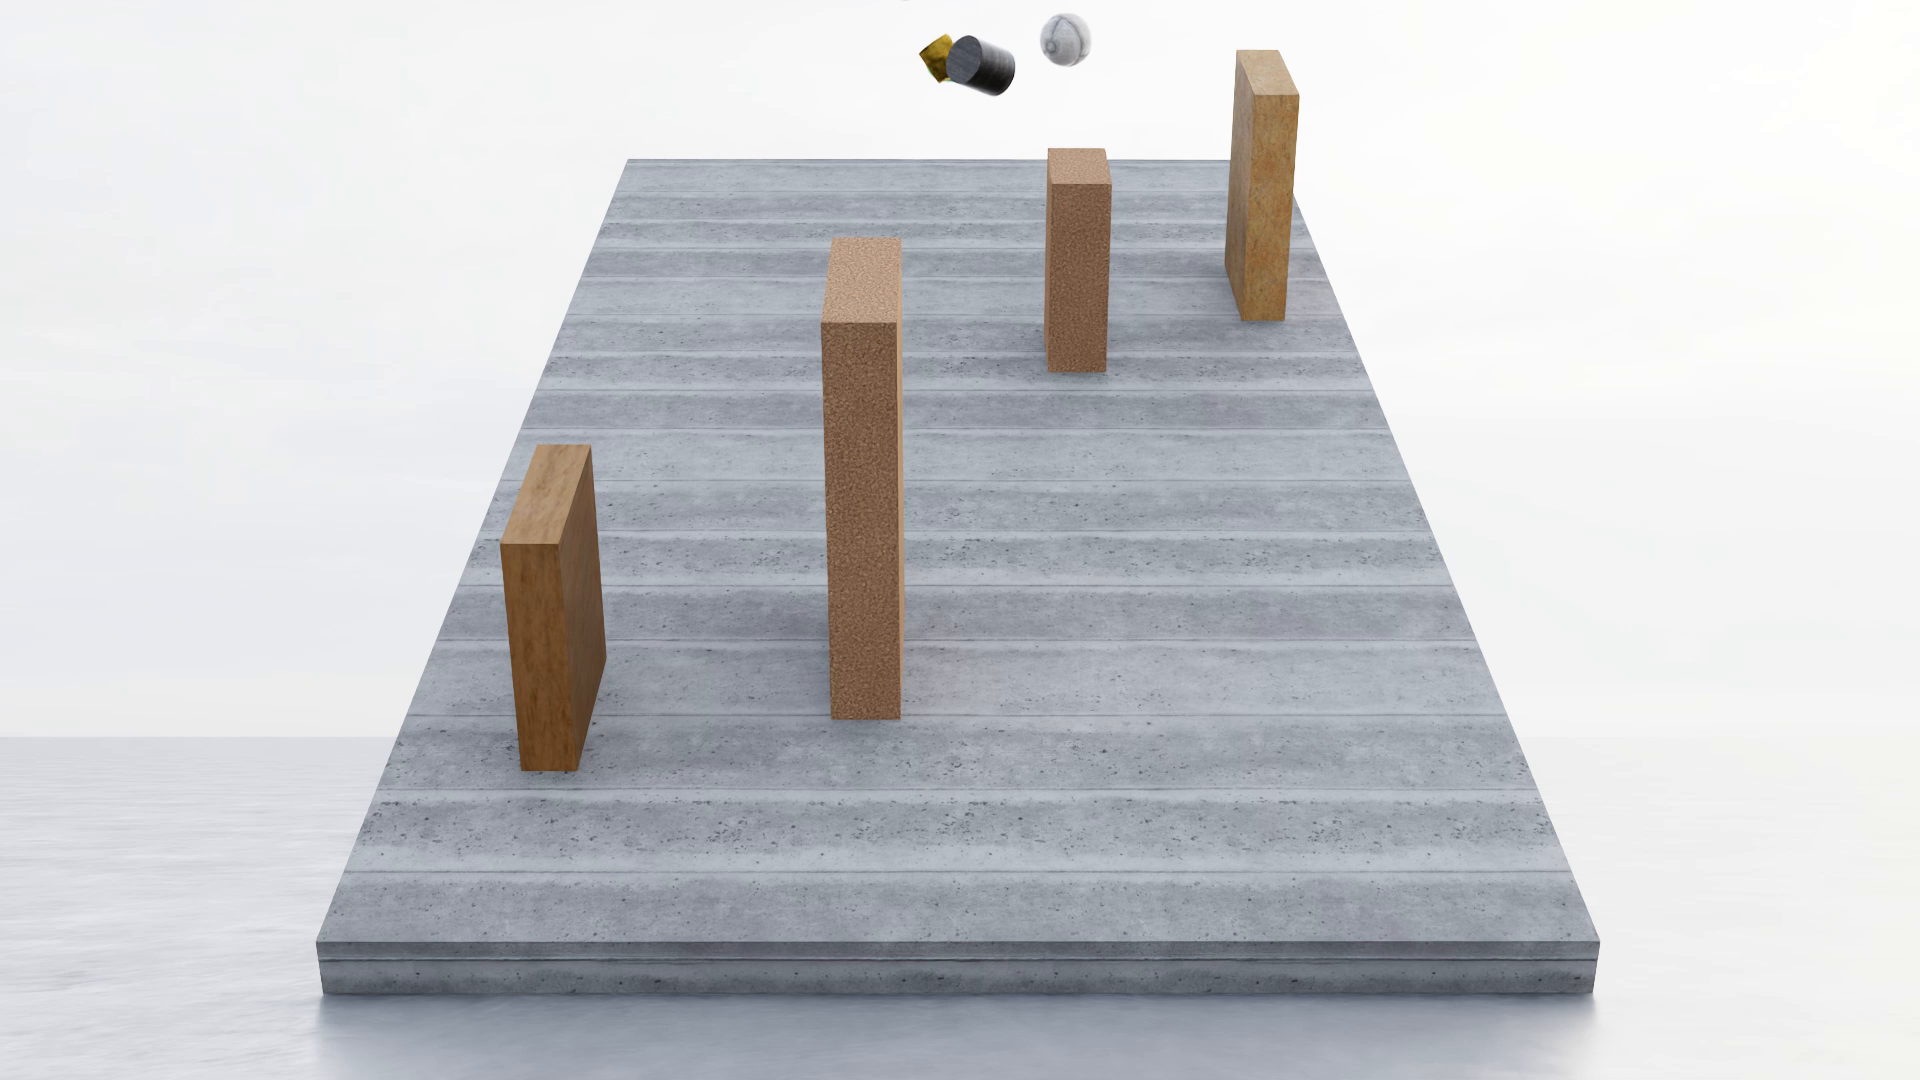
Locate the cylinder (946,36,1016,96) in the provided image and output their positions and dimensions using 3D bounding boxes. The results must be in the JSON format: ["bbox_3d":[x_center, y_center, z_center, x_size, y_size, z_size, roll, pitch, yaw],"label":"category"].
[{"bbox_3d":[0.061,-1.377,6.873,0.144,0.144,0.144,-4,-10,44],"label":"cylinder"}]

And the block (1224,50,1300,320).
[{"bbox_3d":[0.775,-0.919,6.105,0.111,0.590,0.422,0,27,0],"label":"block"}]

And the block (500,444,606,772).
[{"bbox_3d":[-0.716,0.115,4.199,0.097,0.443,0.400,0,27,0],"label":"block"}]

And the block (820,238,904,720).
[{"bbox_3d":[-0.170,-0.113,4.295,0.126,0.768,0.423,0,27,0],"label":"block"}]

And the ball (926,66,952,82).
[{"bbox_3d":[-0.042,-1.473,7.276,0.130,0.130,0.130,0,-5,0],"label":"ball"}]

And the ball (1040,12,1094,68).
[{"bbox_3d":[0.322,-1.518,7.180,0.164,0.164,0.164,0,-5,0],"label":"ball"}]

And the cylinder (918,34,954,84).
[{"bbox_3d":[-0.051,-1.456,7.159,0.109,0.109,0.109,-35,5,3],"label":"cylinder"}]

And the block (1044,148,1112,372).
[{"bbox_3d":[0.284,-0.682,5.757,0.141,0.476,0.280,0,27,0],"label":"block"}]

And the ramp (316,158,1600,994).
[{"bbox_3d":[-0.010,-0.227,5.491,2.000,0.100,4.000,0,27,0],"label":"ramp"}]
